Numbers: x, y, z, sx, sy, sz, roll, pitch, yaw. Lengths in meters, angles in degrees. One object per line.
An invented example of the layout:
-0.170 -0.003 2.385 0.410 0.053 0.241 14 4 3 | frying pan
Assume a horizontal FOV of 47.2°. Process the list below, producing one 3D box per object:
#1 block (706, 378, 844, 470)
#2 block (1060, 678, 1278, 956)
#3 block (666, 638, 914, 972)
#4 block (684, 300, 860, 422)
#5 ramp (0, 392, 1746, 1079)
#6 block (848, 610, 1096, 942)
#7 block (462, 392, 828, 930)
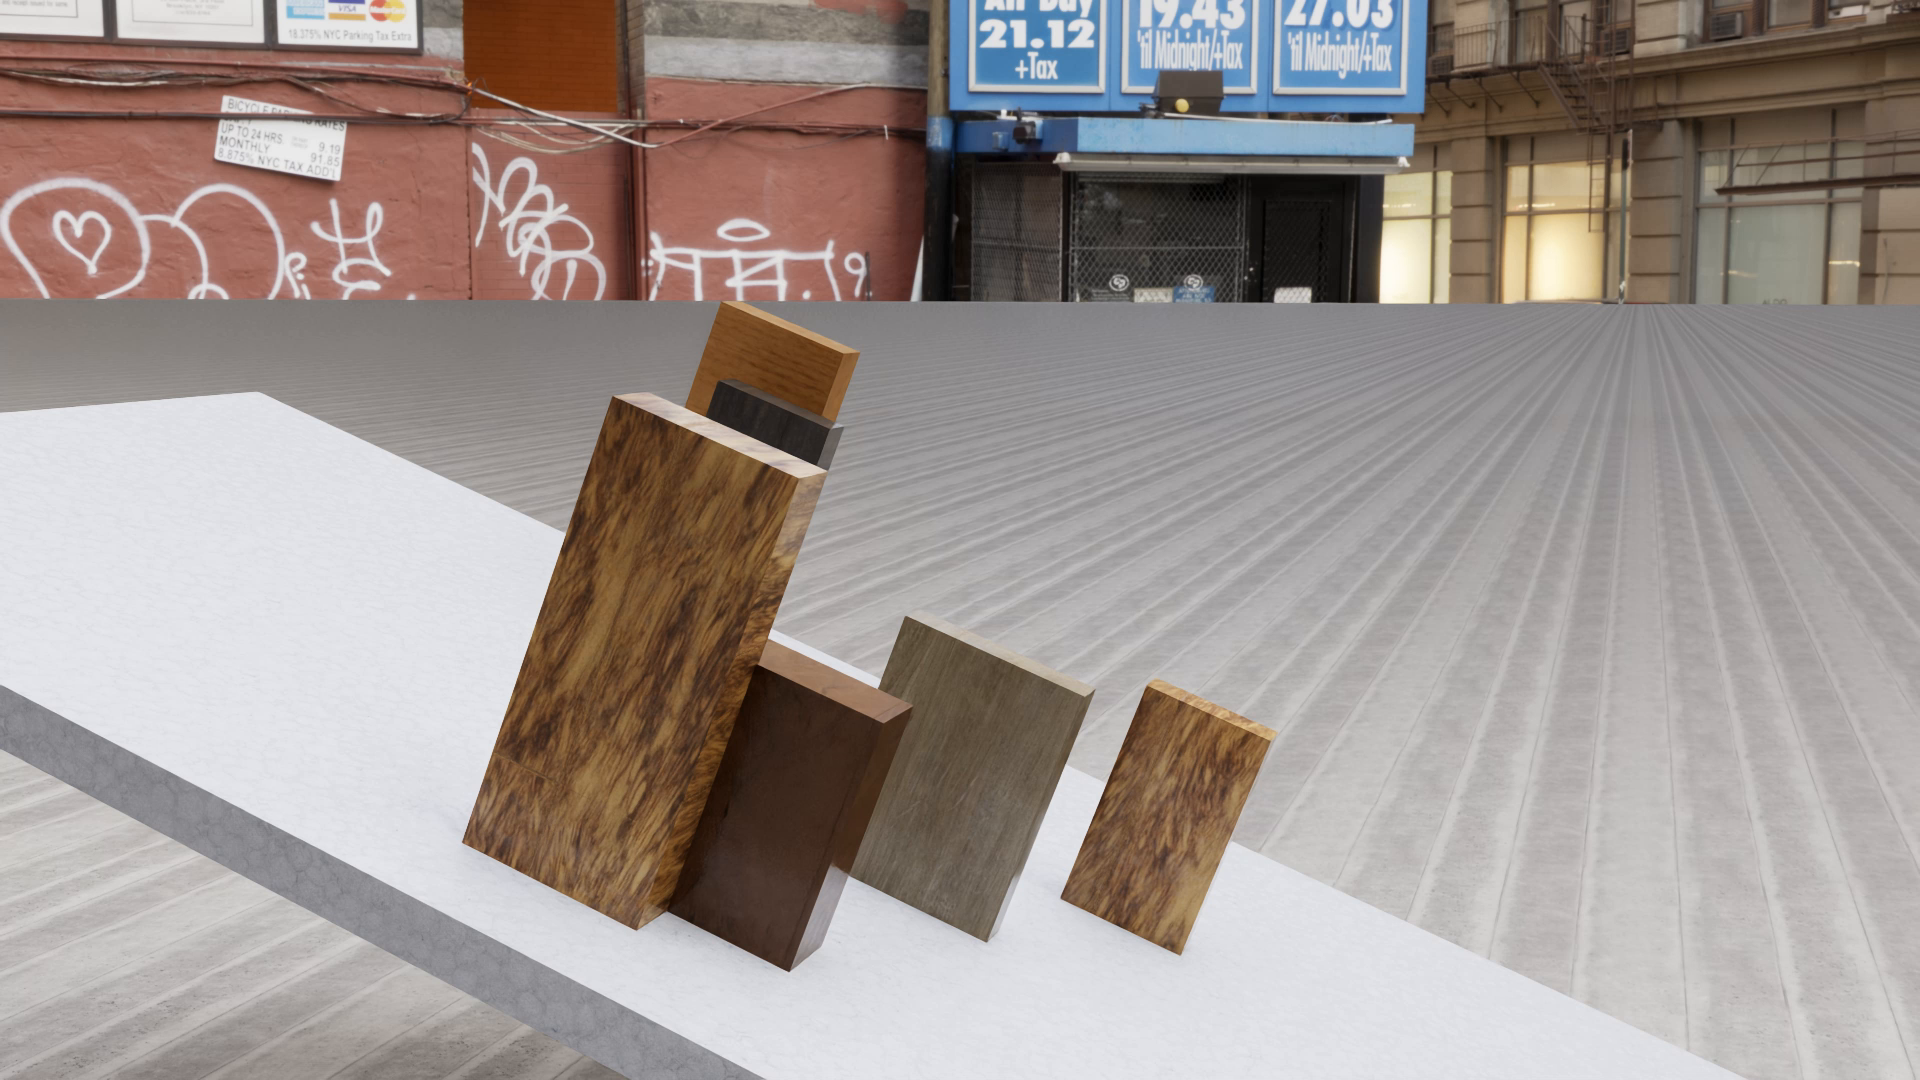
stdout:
-0.485 -0.014 4.746 0.271 0.607 0.090 24 13 13 | block
0.399 0.529 4.216 0.255 0.459 0.084 24 13 13 | block
-0.319 0.416 3.576 0.326 0.446 0.148 24 13 13 | block
-0.499 -0.129 4.901 0.305 0.741 0.106 24 13 13 | block
-0.317 0.568 4.201 4.000 0.100 2.000 24 13 13 | ramp
-0.013 0.421 3.945 0.352 0.489 0.080 24 13 13 | block
-0.503 0.190 3.473 0.327 0.775 0.124 24 13 13 | block
